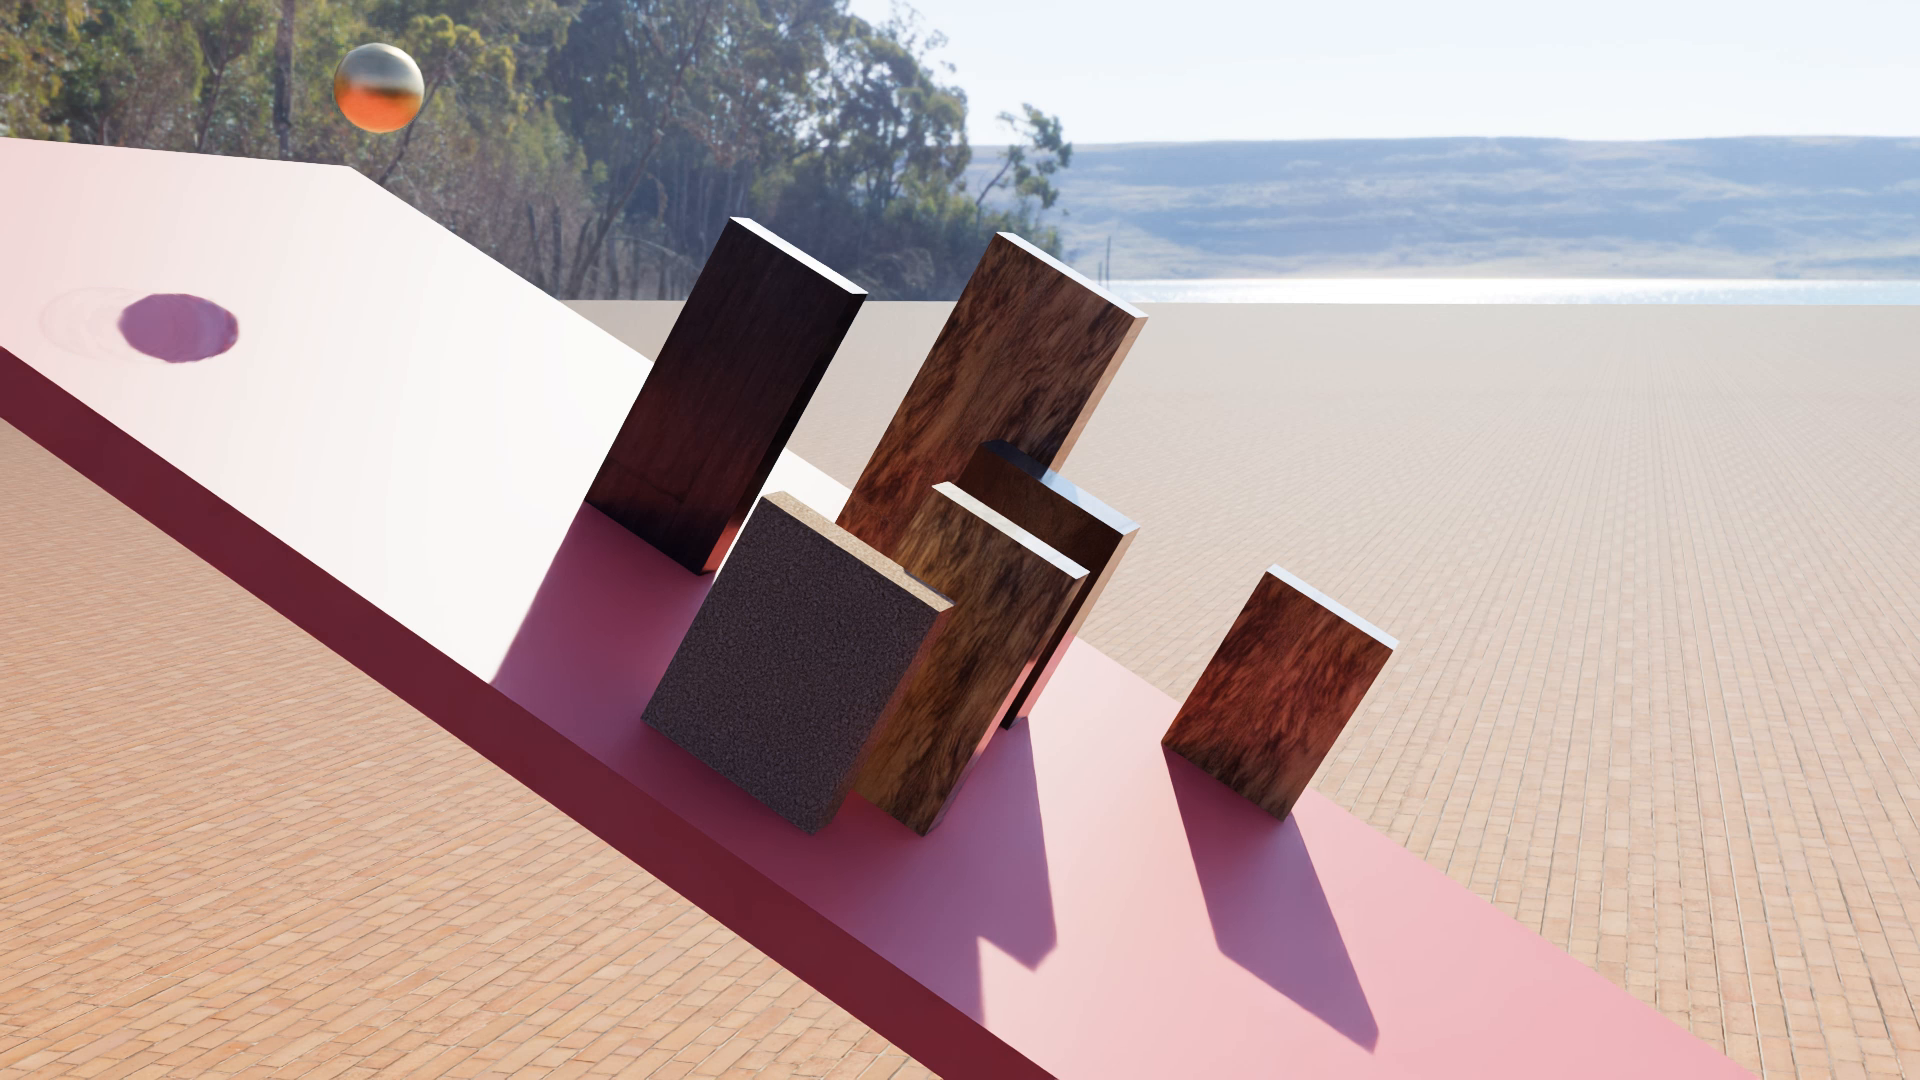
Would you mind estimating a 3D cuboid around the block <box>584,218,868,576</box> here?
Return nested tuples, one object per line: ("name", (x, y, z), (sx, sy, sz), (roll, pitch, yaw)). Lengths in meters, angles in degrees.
("block", (-0.439, -0.264, 4.083), (0.271, 0.607, 0.090), (33, 15, 11))

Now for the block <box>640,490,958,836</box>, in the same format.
("block", (-0.248, 0.185, 3.345), (0.324, 0.407, 0.089), (33, 15, 11))

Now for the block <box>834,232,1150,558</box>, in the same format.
("block", (0.038, -0.201, 4.454), (0.327, 0.775, 0.124), (33, 15, 11))

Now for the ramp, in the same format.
("ramp", (-0.179, 0.294, 4.125), (4.000, 0.100, 2.000), (33, 15, 11))

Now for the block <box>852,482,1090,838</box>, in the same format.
("block", (-0.039, 0.192, 3.543), (0.274, 0.498, 0.087), (33, 15, 11))

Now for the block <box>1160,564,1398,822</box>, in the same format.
("block", (0.669, 0.319, 4.612), (0.304, 0.434, 0.113), (33, 15, 11))

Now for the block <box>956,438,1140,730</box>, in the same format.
("block", (0.085, 0.083, 4.254), (0.326, 0.446, 0.148), (33, 15, 11))

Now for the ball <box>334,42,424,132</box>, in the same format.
("ball", (-1.205, -0.937, 4.558), (0.182, 0.182, 0.182), (0, 7, 0))
